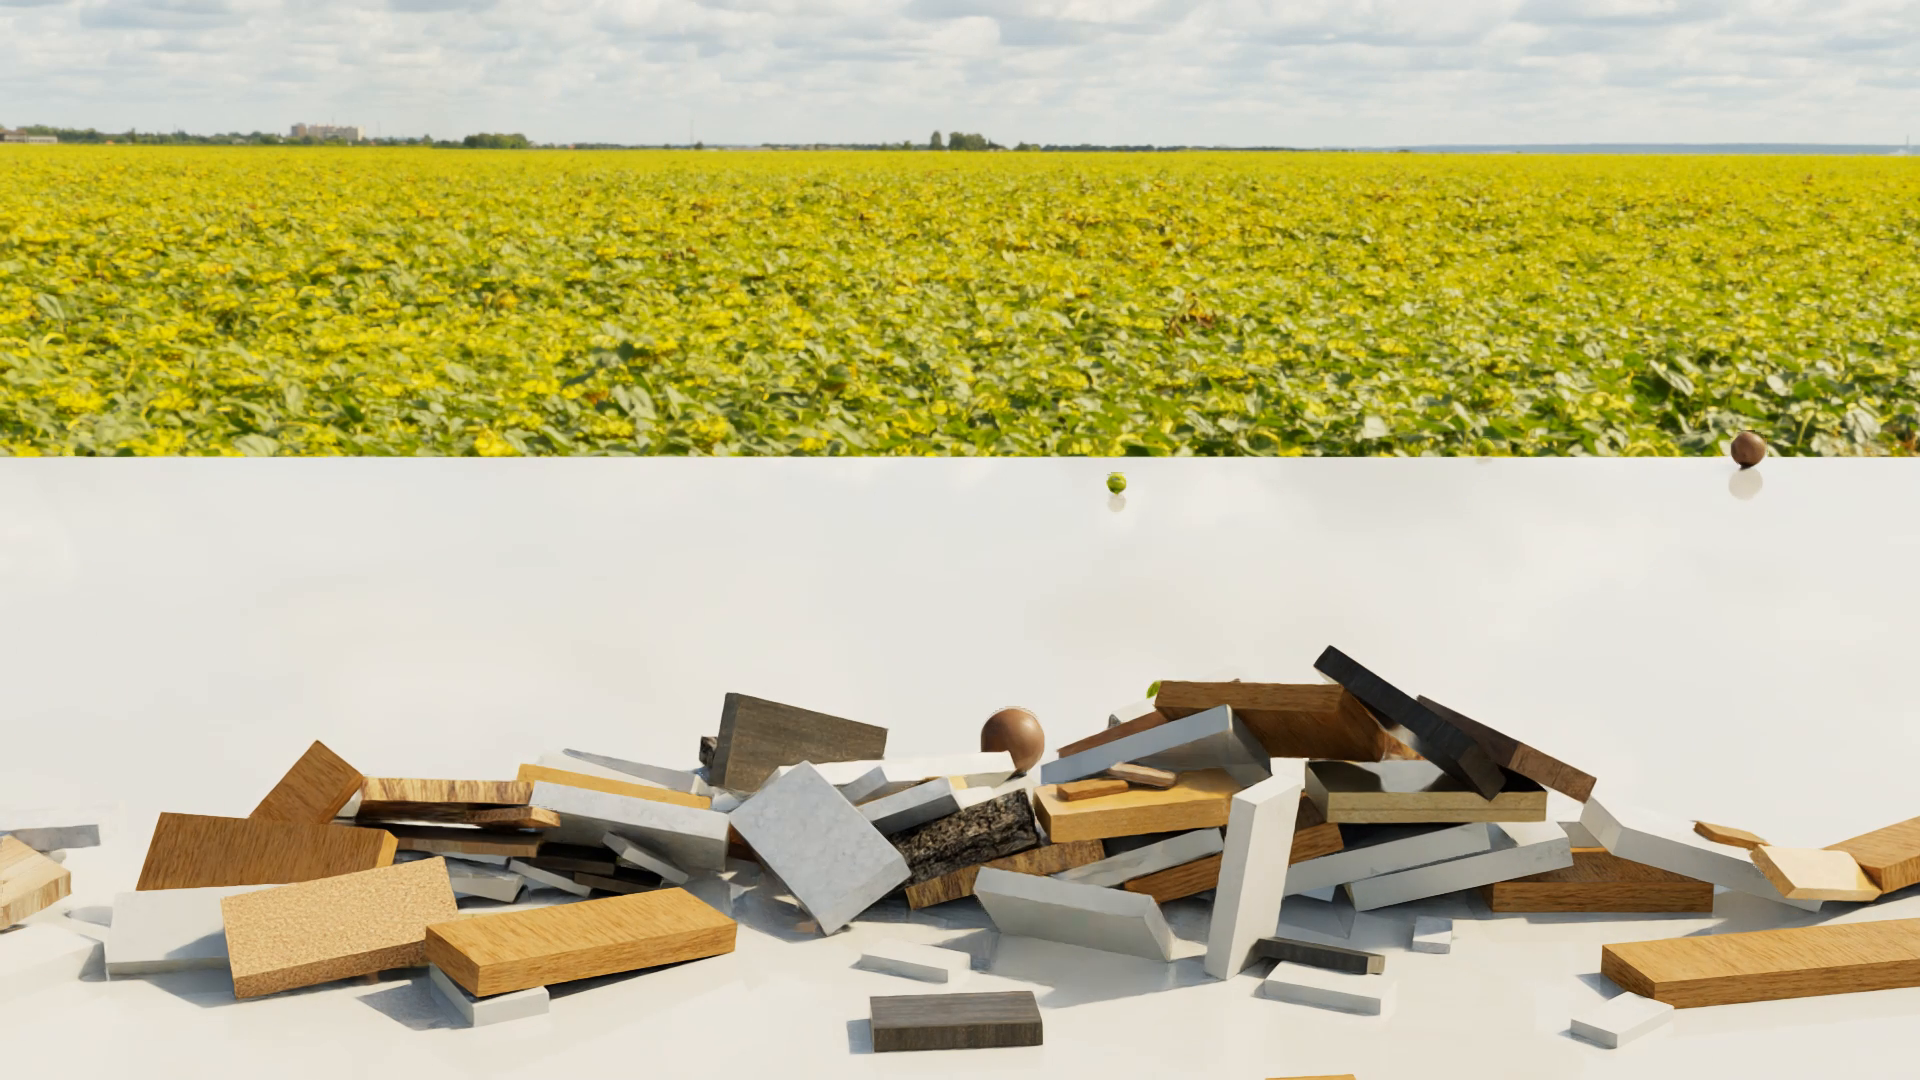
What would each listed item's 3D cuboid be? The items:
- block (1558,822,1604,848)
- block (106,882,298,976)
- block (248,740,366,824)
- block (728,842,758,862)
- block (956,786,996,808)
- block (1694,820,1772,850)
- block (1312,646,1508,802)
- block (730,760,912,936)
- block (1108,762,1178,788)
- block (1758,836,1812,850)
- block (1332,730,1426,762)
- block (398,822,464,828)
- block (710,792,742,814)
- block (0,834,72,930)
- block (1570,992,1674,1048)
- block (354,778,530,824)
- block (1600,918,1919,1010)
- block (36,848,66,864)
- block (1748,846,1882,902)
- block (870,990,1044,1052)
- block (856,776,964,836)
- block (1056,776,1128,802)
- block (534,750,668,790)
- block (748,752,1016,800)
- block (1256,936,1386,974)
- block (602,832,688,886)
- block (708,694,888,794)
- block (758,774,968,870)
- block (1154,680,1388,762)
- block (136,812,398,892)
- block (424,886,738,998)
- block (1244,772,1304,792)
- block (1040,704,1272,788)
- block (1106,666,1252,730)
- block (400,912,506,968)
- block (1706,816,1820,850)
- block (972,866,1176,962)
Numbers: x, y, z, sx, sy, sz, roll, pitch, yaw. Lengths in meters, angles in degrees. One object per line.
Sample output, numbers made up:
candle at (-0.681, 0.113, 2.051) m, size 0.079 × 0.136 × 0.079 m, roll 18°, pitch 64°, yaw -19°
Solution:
block at (1.113, 0.514, 3.824) m, size 0.309 × 0.044 × 0.154 m, roll 0°, pitch -9°, yaw 0°
block at (-1.113, 0.593, 3.369) m, size 0.354 × 0.035 × 0.125 m, roll -2°, pitch 48°, yaw -9°
block at (-1.112, 0.471, 3.608) m, size 0.111 × 0.289 × 0.031 m, roll 30°, pitch -18°, yaw 29°
block at (-0.325, 0.533, 3.907) m, size 0.088 × 0.025 × 0.176 m, roll 6°, pitch 12°, yaw 31°
block at (-0.049, 0.484, 3.882) m, size 0.116 × 0.033 × 0.232 m, roll -36°, pitch -21°, yaw 31°
block at (1.288, 0.496, 3.666) m, size 0.113 × 0.016 × 0.057 m, roll 13°, pitch 11°, yaw -20°
block at (0.729, 0.296, 3.572) m, size 0.320 × 0.045 × 0.160 m, roll 36°, pitch -5°, yaw 43°
block at (-0.236, 0.500, 3.606) m, size 0.166 × 0.047 × 0.333 m, roll -35°, pitch 37°, yaw -15°
block at (0.304, 0.390, 3.646) m, size 0.105 × 0.015 × 0.053 m, roll 8°, pitch 8°, yaw 18°
block at (1.399, 0.525, 3.687) m, size 0.113 × 0.016 × 0.057 m, roll 15°, pitch 10°, yaw -12°
block at (0.739, 0.370, 3.899) m, size 0.407 × 0.043 × 0.153 m, roll 15°, pitch -18°, yaw -11°
block at (-0.911, 0.528, 3.892) m, size 0.193 × 0.027 × 0.097 m, roll 7°, pitch 4°, yaw 32°
block at (-0.481, 0.505, 3.951) m, size 0.176 × 0.025 × 0.088 m, roll -18°, pitch 16°, yaw -23°
block at (-1.563, 0.570, 3.423) m, size 0.152 × 0.043 × 0.303 m, roll 22°, pitch 29°, yaw 26°
block at (0.941, 0.681, 3.123) m, size 0.148 × 0.021 × 0.074 m, roll -9°, pitch 14°, yaw -41°
block at (-0.861, 0.435, 3.656) m, size 0.270 × 0.038 × 0.135 m, roll 4°, pitch -23°, yaw -20°
block at (1.351, 0.631, 3.328) m, size 0.748 × 0.044 × 0.154 m, roll -2°, pitch 11°, yaw -12°
block at (-1.757, 0.537, 3.614) m, size 0.514 × 0.038 × 0.135 m, roll -1°, pitch 10°, yaw -7°
block at (1.379, 0.537, 3.538) m, size 0.303 × 0.025 × 0.087 m, roll 10°, pitch 35°, yaw -42°
block at (-0.007, 0.678, 3.103) m, size 0.235 × 0.033 × 0.117 m, roll -1°, pitch 11°, yaw -5°
block at (-0.120, 0.483, 3.722) m, size 0.250 × 0.125 × 0.035 m, roll -19°, pitch 54°, yaw 3°
block at (0.218, 0.409, 3.619) m, size 0.105 × 0.015 × 0.053 m, roll -7°, pitch 11°, yaw -18°
block at (-0.631, 0.427, 3.816) m, size 0.222 × 0.031 × 0.111 m, roll 20°, pitch -30°, yaw -19°
block at (-0.140, 0.445, 3.954) m, size 0.500 × 0.041 × 0.143 m, roll 0°, pitch -33°, yaw -37°
block at (0.546, 0.628, 3.326) m, size 0.174 × 0.025 × 0.087 m, roll 5°, pitch -5°, yaw 29°
block at (-0.527, 0.534, 3.687) m, size 0.142 × 0.020 × 0.071 m, roll 35°, pitch -7°, yaw -41°
block at (-0.288, 0.391, 3.968) m, size 0.332 × 0.166 × 0.047 m, roll 17°, pitch -13°, yaw -37°
block at (-0.169, 0.493, 3.855) m, size 0.382 × 0.033 × 0.116 m, roll -12°, pitch -22°, yaw -35°
block at (0.524, 0.307, 3.726) m, size 0.352 × 0.050 × 0.176 m, roll -2°, pitch -33°, yaw 39°
block at (-1.115, 0.536, 3.523) m, size 0.403 × 0.166 × 0.047 m, roll 3°, pitch -27°, yaw 13°
block at (-0.568, 0.603, 3.323) m, size 0.442 × 0.047 × 0.166 m, roll -2°, pitch 14°, yaw -40°
block at (0.630, 0.468, 4.055) m, size 0.306 × 0.043 × 0.153 m, roll 5°, pitch 4°, yaw 13°
block at (0.336, 0.397, 3.769) m, size 0.352 × 0.176 × 0.050 m, roll -21°, pitch 47°, yaw 22°
block at (0.462, 0.352, 4.274) m, size 0.320 × 0.045 × 0.160 m, roll -17°, pitch 43°, yaw -32°
block at (-0.770, 0.619, 3.416) m, size 0.250 × 0.035 × 0.125 m, roll -1°, pitch 11°, yaw -8°
block at (1.398, 0.538, 3.864) m, size 0.110 × 0.031 × 0.220 m, roll -6°, pitch 12°, yaw -29°
block at (0.176, 0.576, 3.386) m, size 0.286 × 0.143 × 0.041 m, roll 5°, pitch 56°, yaw 27°
